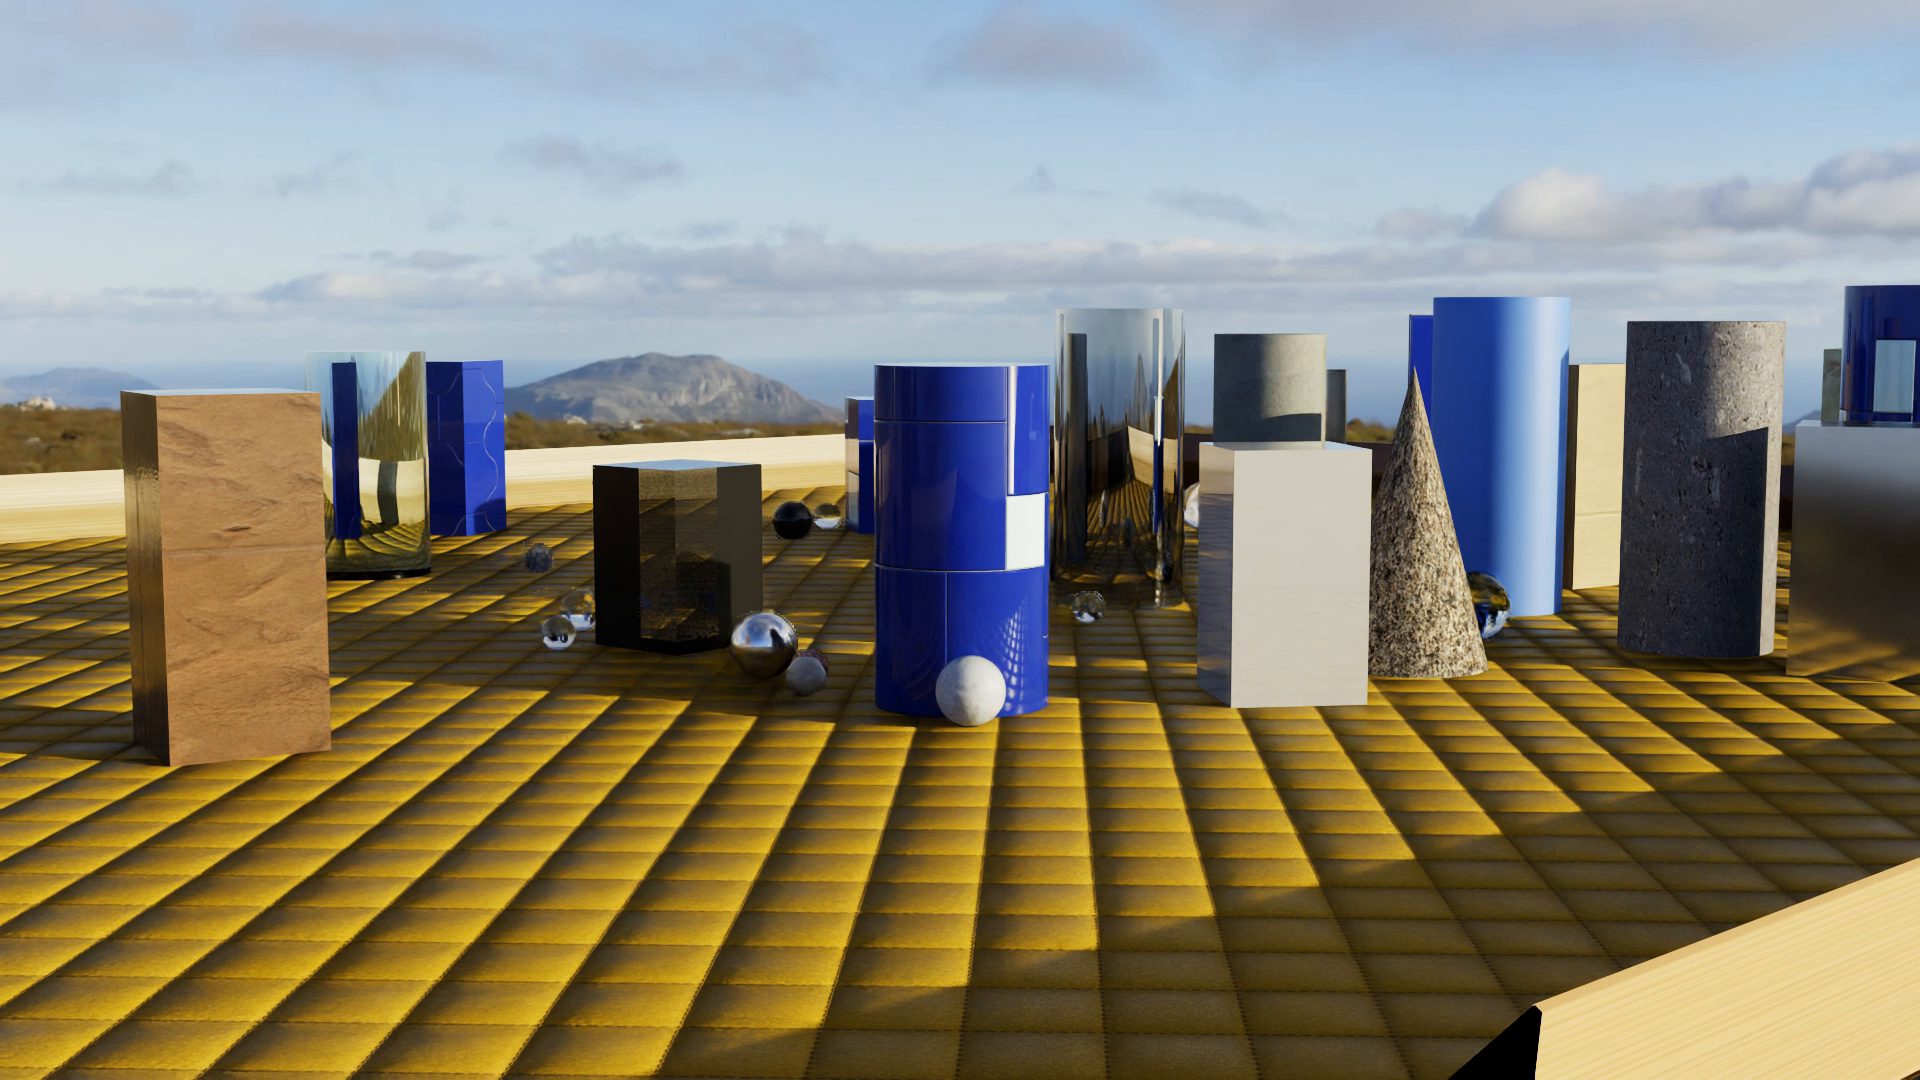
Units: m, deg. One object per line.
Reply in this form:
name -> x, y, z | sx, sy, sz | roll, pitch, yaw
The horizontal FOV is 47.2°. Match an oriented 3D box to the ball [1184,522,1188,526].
ball -> 0.475, -0.066, 4.551 | 0.075, 0.075, 0.075 | 0, 6, 0

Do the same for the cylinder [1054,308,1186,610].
cylinder -> 0.242, -0.128, 3.349 | 0.198, 0.447, 0.198 | 0, 6, 0

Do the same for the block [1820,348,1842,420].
block -> 1.484, -0.116, 3.545 | 0.158, 0.383, 0.158 | 4, 7, 32

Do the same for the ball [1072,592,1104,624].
ball -> 0.183, 0.097, 3.139 | 0.045, 0.045, 0.045 | 0, 6, 0

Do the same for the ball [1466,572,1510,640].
ball -> 0.696, 0.089, 2.975 | 0.093, 0.093, 0.093 | 0, 6, 0

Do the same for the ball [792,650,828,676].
ball -> -0.179, 0.153, 2.602 | 0.045, 0.045, 0.045 | 0, 6, 0

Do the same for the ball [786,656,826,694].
ball -> -0.179, 0.157, 2.556 | 0.045, 0.045, 0.045 | 0, 6, 0

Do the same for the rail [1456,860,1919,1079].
rail -> 1.271, 0.176, 1.962 | 4.066, 0.129, 0.045 | -5, 8, -42

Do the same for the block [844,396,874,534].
block -> -0.142, -0.155, 4.473 | 0.158, 0.268, 0.158 | -1, 6, -13

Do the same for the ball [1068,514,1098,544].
ball -> 0.234, -0.023, 4.217 | 0.058, 0.058, 0.058 | 0, 6, 0

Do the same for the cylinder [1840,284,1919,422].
cylinder -> 1.361, -0.122, 3.144 | 0.198, 0.480, 0.198 | 0, 6, 0

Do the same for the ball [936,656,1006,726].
ball -> 0.012, 0.162, 2.363 | 0.076, 0.076, 0.076 | 0, 6, 0

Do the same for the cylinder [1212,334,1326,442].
cylinder -> 0.549, -0.164, 3.912 | 0.198, 0.403, 0.198 | 0, 6, 0

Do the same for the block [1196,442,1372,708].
block -> 0.372, 0.036, 2.545 | 0.158, 0.289, 0.158 | -1, 6, -8

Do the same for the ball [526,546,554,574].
ball -> -0.716, 0.033, 3.743 | 0.047, 0.047, 0.047 | 0, 6, 0

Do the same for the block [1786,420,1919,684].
block -> 1.115, 0.010, 2.714 | 0.158, 0.306, 0.158 | 3, 7, 24

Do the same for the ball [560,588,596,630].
ball -> -0.528, 0.097, 3.065 | 0.059, 0.059, 0.059 | 0, 6, 0

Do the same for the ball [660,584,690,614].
ball -> -0.419, 0.087, 3.233 | 0.045, 0.045, 0.045 | 0, 6, 0

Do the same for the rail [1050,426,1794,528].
rail -> 1.477, -0.108, 4.687 | 0.045, 0.129, 3.796 | -5, 8, -42

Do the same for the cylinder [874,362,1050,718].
cylinder -> 0.002, -0.006, 2.485 | 0.198, 0.385, 0.198 | 0, 6, 0

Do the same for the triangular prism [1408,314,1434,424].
triangular prism -> 0.897, -0.185, 3.947 | 0.171, 0.438, 0.148 | 2, 6, 16

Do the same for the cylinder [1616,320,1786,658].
cylinder -> 0.978, -0.073, 2.906 | 0.198, 0.430, 0.198 | 0, 6, 0

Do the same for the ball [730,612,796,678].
ball -> -0.239, 0.128, 2.671 | 0.081, 0.081, 0.081 | 0, 6, 0

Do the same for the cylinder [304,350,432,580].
cylinder -> -1.000, -0.130, 3.715 | 0.198, 0.377, 0.198 | 0, 6, 0

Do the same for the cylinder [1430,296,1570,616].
cylinder -> 0.803, -0.129, 3.285 | 0.198, 0.464, 0.198 | 0, 6, 0

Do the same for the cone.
cone -> 0.565, -0.030, 2.752 | 0.198, 0.376, 0.198 | 0, 6, 0

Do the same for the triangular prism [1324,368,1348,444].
triangular prism -> 0.656, -0.170, 4.306 | 0.171, 0.333, 0.148 | 0, 6, 0

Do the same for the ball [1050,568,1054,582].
ball -> 0.161, 0.040, 3.622 | 0.058, 0.058, 0.058 | 0, 6, 0

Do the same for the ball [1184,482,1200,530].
ball -> 0.494, -0.069, 4.466 | 0.099, 0.099, 0.099 | 0, 6, 0

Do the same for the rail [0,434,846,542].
rail -> -1.271, -0.109, 4.702 | 4.066, 0.129, 0.045 | -5, 8, -42

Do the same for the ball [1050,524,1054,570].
ball -> 0.109, 0.011, 3.425 | 0.096, 0.096, 0.096 | 0, 6, 0

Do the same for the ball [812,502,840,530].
ball -> -0.272, -0.049, 4.482 | 0.056, 0.056, 0.056 | 0, 6, 0

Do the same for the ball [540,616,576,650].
ball -> -0.528, 0.122, 2.888 | 0.046, 0.046, 0.046 | 0, 6, 0

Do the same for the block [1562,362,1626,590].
block -> 1.003, -0.111, 3.613 | 0.158, 0.359, 0.158 | -4, 7, -34

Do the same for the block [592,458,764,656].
block -> -0.377, 0.019, 2.944 | 0.158, 0.240, 0.158 | 5, 8, 39

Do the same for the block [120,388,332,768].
block -> -0.749, 0.030, 2.242 | 0.158, 0.363, 0.158 | -4, 7, -32

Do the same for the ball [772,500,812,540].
ball -> -0.326, -0.038, 4.273 | 0.078, 0.078, 0.078 | 0, 6, 0

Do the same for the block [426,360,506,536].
block -> -1.028, -0.189, 4.435 | 0.158, 0.345, 0.158 | 2, 6, 18
